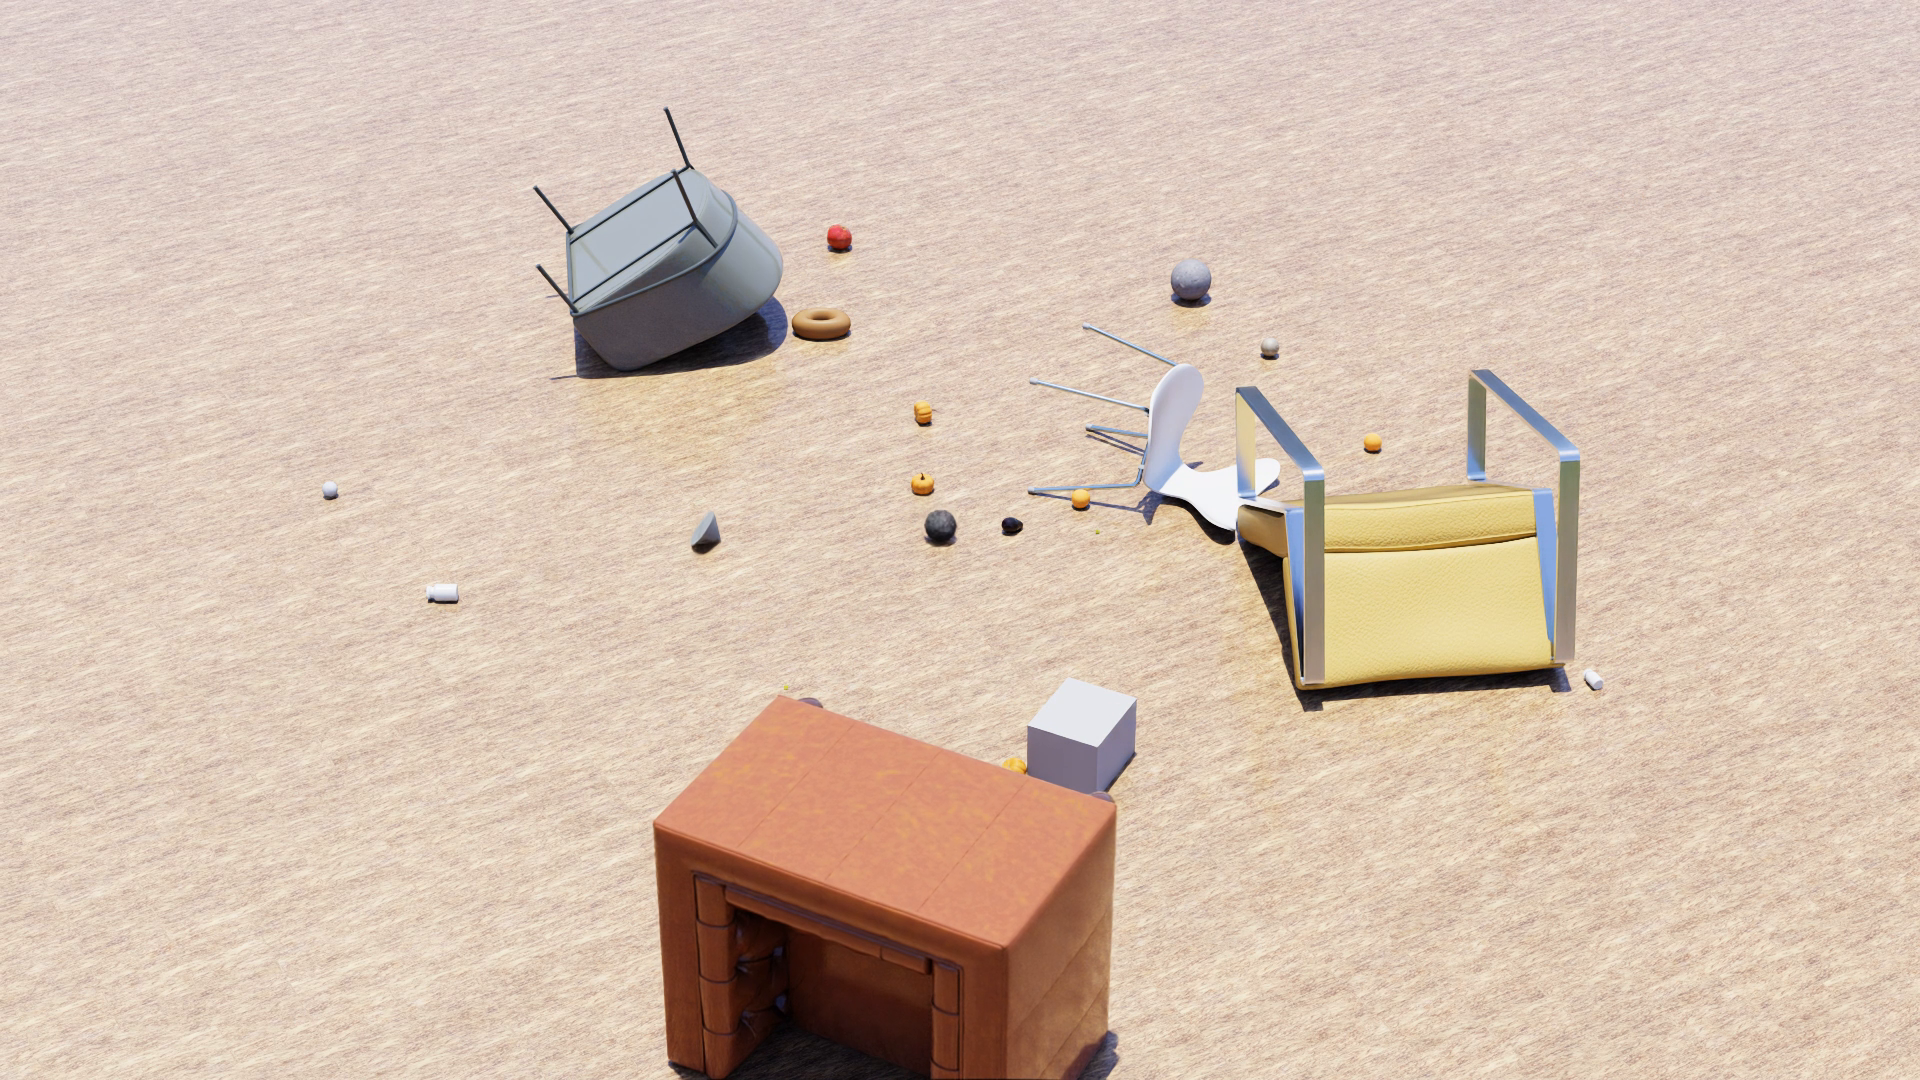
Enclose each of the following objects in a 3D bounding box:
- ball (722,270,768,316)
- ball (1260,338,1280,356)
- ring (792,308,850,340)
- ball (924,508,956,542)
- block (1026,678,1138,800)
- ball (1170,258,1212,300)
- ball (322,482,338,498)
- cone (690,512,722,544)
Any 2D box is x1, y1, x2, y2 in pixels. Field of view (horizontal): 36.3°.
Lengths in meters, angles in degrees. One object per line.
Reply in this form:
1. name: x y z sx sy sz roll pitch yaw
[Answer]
1. ball: -0.909 -1.042 12.350 0.193 0.193 0.193 0 33 0
2. ball: 1.277 -0.795 12.079 0.080 0.080 0.080 0 33 0
3. ring: -0.579 -0.904 12.238 0.249 0.088 0.161 0 35 2
4. ball: -0.072 -0.056 10.919 0.120 0.120 0.120 0 33 0
5. block: 0.405 0.659 9.741 0.255 0.223 0.303 16 37 23
6. ball: 0.981 -1.107 12.465 0.176 0.176 0.176 0 33 0
7. ball: -2.403 -0.194 11.184 0.060 0.060 0.060 0 33 0
8. cone: -0.924 -0.018 10.921 0.090 0.143 0.179 37 22 -15
